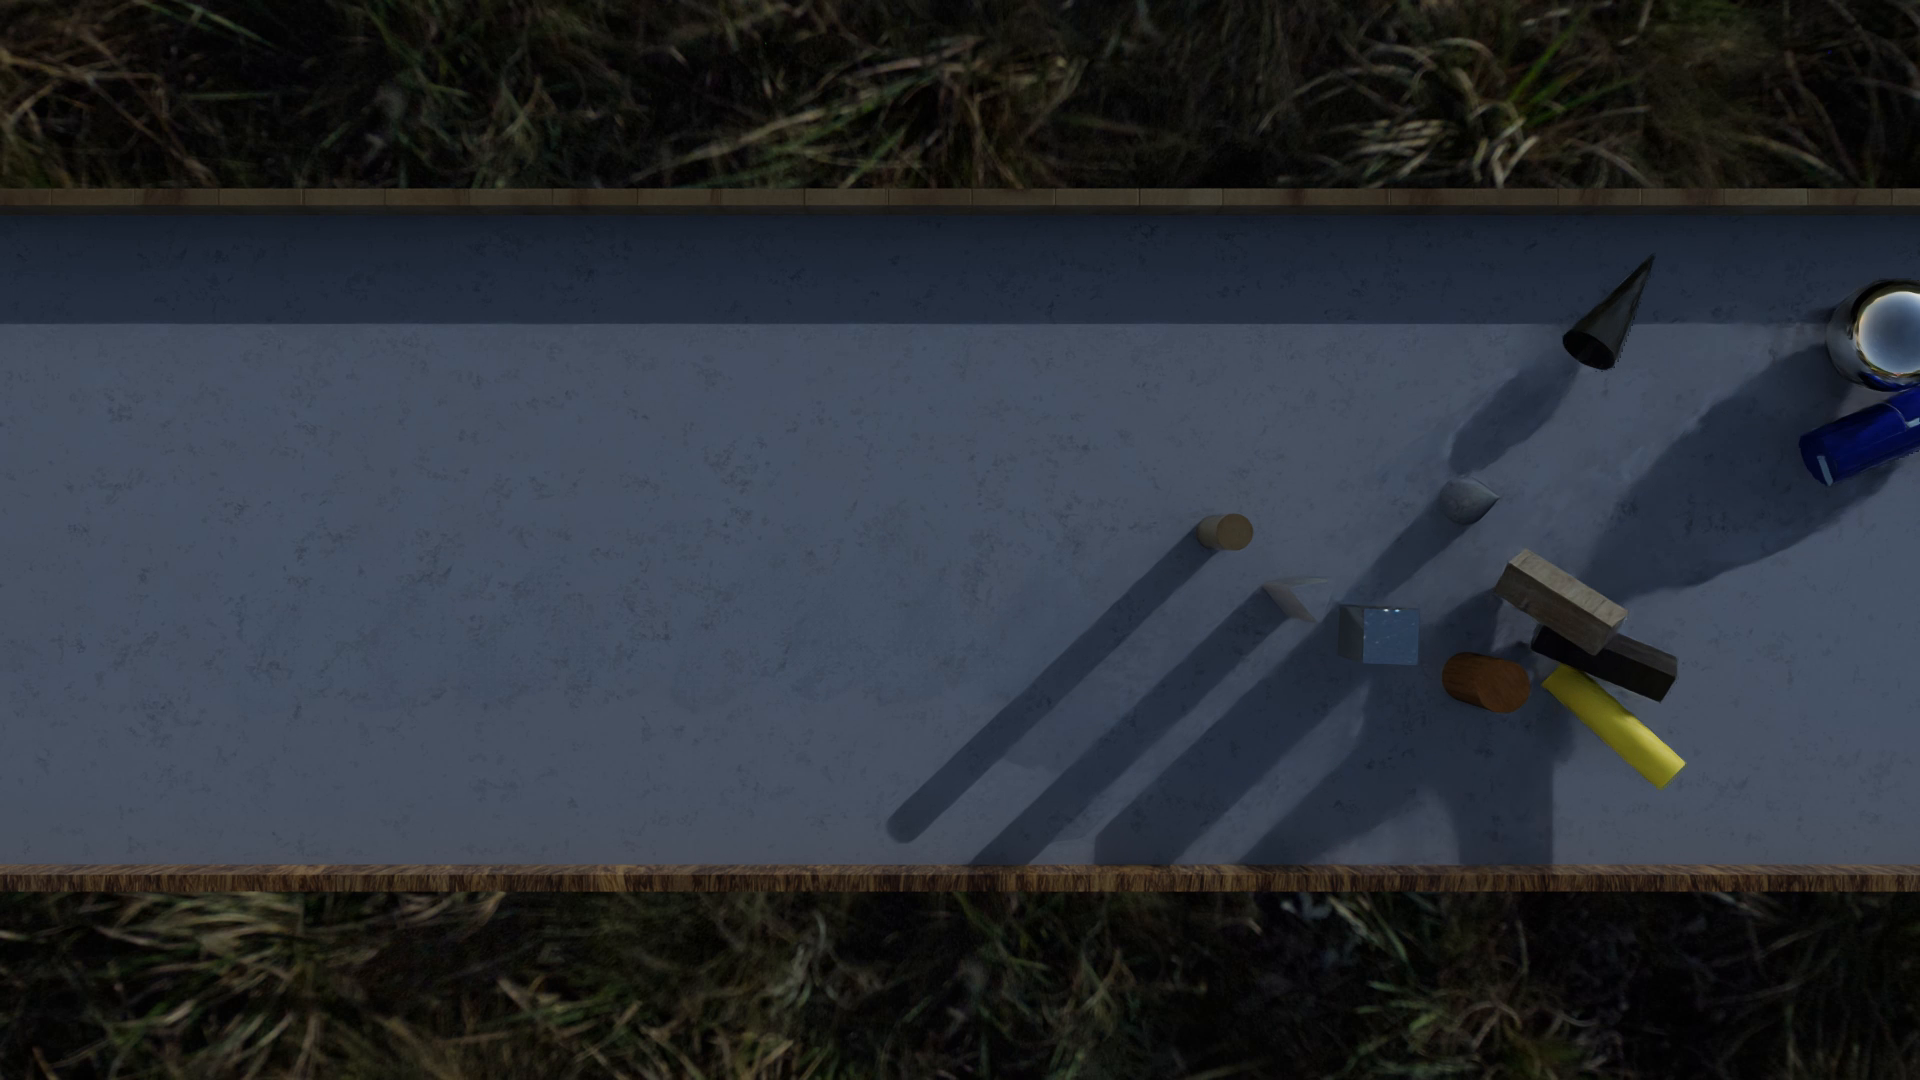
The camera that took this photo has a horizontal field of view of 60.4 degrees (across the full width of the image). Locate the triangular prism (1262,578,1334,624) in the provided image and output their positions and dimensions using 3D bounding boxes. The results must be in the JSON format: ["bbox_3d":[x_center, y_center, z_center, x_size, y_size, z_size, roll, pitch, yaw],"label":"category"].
[{"bbox_3d":[1.012,0.150,4.858,0.110,0.437,0.127,-40,90,0],"label":"triangular prism"}]

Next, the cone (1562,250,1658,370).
[{"bbox_3d":[2.026,-0.736,5.034,0.171,0.171,0.416,37,78,0],"label":"cone"}]

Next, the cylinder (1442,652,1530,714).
[{"bbox_3d":[1.560,0.421,4.906,0.154,0.342,0.154,0,90,0],"label":"cylinder"}]

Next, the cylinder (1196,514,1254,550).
[{"bbox_3d":[0.779,-0.022,4.875,0.104,0.403,0.104,0,90,0],"label":"cylinder"}]

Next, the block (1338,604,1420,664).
[{"bbox_3d":[1.243,0.279,4.917,0.158,0.319,0.158,2,90,0],"label":"block"}]

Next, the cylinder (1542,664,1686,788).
[{"bbox_3d":[1.960,0.548,4.958,0.114,0.114,0.445,-45,73,0],"label":"cylinder"}]

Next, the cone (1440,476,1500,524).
[{"bbox_3d":[1.553,-0.122,4.908,0.152,0.337,0.152,0,90,0],"label":"cone"}]

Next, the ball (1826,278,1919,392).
[{"bbox_3d":[2.760,-0.606,4.895,0.334,0.334,0.334,0,90,0],"label":"ball"}]

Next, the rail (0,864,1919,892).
[{"bbox_3d":[-2.247,1.025,5.001,12.000,0.150,0.050,0,90,0],"label":"rail"}]

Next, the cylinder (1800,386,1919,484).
[{"bbox_3d":[2.787,-0.326,4.990,0.414,0.172,0.172,-23,90,0],"label":"cylinder"}]

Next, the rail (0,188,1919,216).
[{"bbox_3d":[-2.247,-1.025,5.002,12.000,0.150,0.050,0,90,0],"label":"rail"}]

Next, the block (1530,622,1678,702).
[{"bbox_3d":[1.932,0.341,4.953,0.399,0.105,0.105,23,128,11],"label":"block"}]

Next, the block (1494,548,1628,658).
[{"bbox_3d":[1.789,0.184,4.918,0.347,0.118,0.118,37,132,26],"label":"block"}]
